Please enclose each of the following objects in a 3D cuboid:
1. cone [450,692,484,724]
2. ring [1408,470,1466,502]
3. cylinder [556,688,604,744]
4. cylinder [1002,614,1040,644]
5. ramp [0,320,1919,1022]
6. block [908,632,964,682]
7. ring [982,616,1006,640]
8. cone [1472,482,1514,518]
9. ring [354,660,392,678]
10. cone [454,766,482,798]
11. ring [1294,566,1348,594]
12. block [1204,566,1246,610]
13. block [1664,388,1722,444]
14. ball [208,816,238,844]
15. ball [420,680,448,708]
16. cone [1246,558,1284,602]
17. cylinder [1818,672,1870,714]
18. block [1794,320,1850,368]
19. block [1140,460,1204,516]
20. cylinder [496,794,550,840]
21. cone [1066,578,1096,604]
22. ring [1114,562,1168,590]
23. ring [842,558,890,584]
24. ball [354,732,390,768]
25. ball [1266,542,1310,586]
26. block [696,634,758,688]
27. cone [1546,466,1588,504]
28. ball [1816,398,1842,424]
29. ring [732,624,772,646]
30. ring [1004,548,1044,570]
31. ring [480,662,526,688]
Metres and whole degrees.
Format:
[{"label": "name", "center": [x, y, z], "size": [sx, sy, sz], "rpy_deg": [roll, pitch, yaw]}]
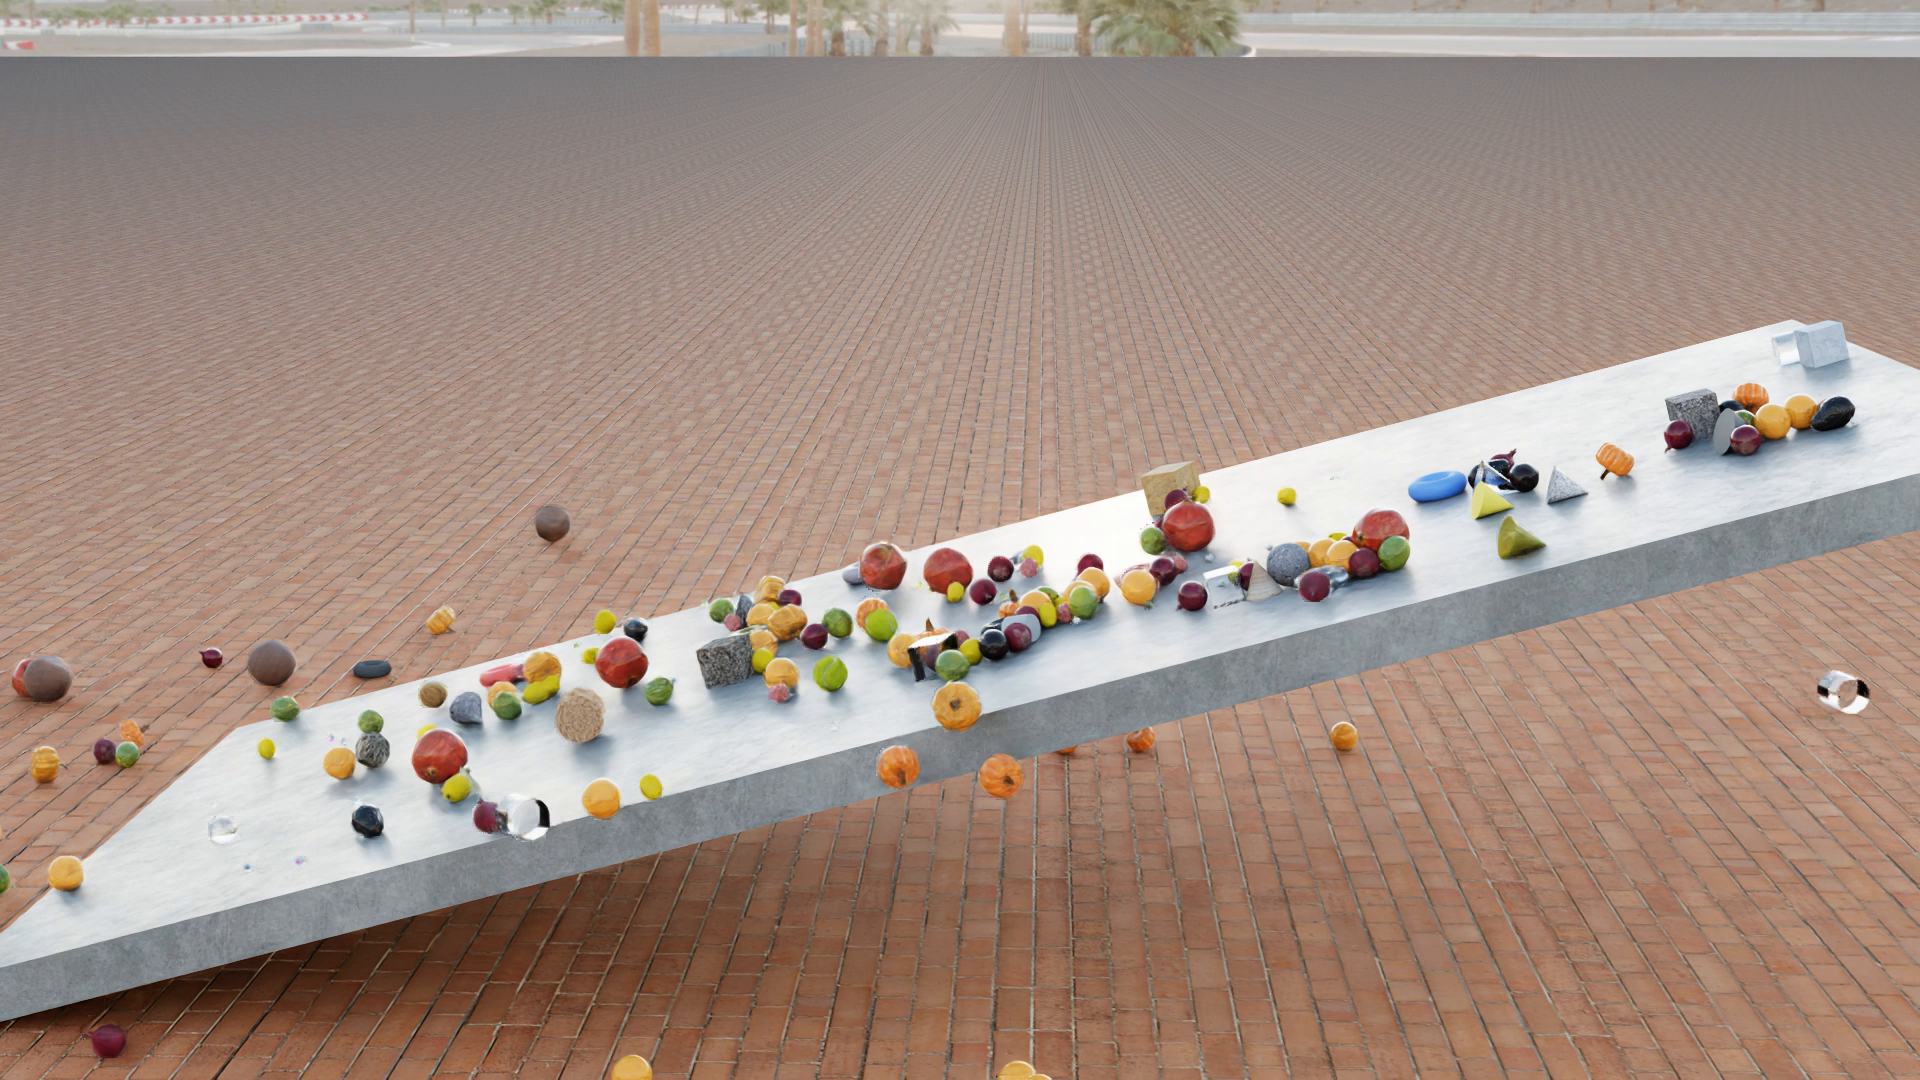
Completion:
[{"label": "cone", "center": [-1.092, 0.394, 6.609], "size": [0.082, 0.082, 0.082], "rpy_deg": [-8, 30, -38]}, {"label": "ring", "center": [1.004, -0.113, 6.187], "size": [0.126, 0.042, 0.126], "rpy_deg": [-14, 10, 3]}, {"label": "cylinder", "center": [-0.787, 0.363, 6.101], "size": [0.098, 0.098, 0.098], "rpy_deg": [-1, 8, -5]}, {"label": "cylinder", "center": [0.122, 0.177, 5.857], "size": [0.056, 0.056, 0.056], "rpy_deg": [-8, 3, 37]}, {"label": "ramp", "center": [0.080, 0.191, 6.329], "size": [4.000, 0.100, 2.000], "rpy_deg": [-15, 9, 4]}, {"label": "block", "center": [-0.048, 0.231, 5.770], "size": [0.071, 0.071, 0.071], "rpy_deg": [-10, 10, 28]}, {"label": "ring", "center": [0.088, 0.179, 5.981], "size": [0.094, 0.031, 0.094], "rpy_deg": [-16, 8, 2]}, {"label": "cone", "center": [1.068, -0.072, 5.860], "size": [0.077, 0.077, 0.077], "rpy_deg": [11, 9, -6]}, {"label": "ring", "center": [-1.696, 0.373, 8.489], "size": [0.110, 0.037, 0.110], "rpy_deg": [-1, 10, 0]}, {"label": "cone", "center": [-0.992, 0.478, 5.888], "size": [0.058, 0.058, 0.058], "rpy_deg": [-15, 9, 2]}, {"label": "ring", "center": [0.687, 0.076, 5.599], "size": [0.106, 0.035, 0.106], "rpy_deg": [-14, 10, 3]}, {"label": "block", "center": [0.514, 0.091, 5.705], "size": [0.063, 0.063, 0.063], "rpy_deg": [-15, 9, 2]}, {"label": "block", "center": [1.513, -0.256, 6.057], "size": [0.086, 0.086, 0.086], "rpy_deg": [-15, 9, 2]}, {"label": "ball", "center": [-1.511, 0.596, 6.032], "size": [0.058, 0.058, 0.058], "rpy_deg": [0, 10, 0]}, {"label": "ball", "center": [-1.245, 0.364, 6.950], "size": [0.065, 0.065, 0.065], "rpy_deg": [0, 10, 0]}, {"label": "cone", "center": [0.579, 0.071, 5.678], "size": [0.076, 0.076, 0.076], "rpy_deg": [-15, 9, 2]}, {"label": "cylinder", "center": [2.421, 0.417, 8.058], "size": [0.098, 0.098, 0.098], "rpy_deg": [-2, 10, -13]}, {"label": "block", "center": [1.902, -0.433, 6.494], "size": [0.080, 0.080, 0.080], "rpy_deg": [-16, 9, -4]}, {"label": "block", "center": [0.498, -0.121, 6.889], "size": [0.096, 0.096, 0.096], "rpy_deg": [-8, 12, 39]}, {"label": "cylinder", "center": [-0.797, 0.505, 5.365], "size": [0.076, 0.076, 0.076], "rpy_deg": [-6, 6, -32]}, {"label": "cone", "center": [0.258, 0.114, 6.103], "size": [0.058, 0.058, 0.058], "rpy_deg": [19, 18, 24]}, {"label": "ring", "center": [0.378, 0.073, 6.112], "size": [0.116, 0.039, 0.116], "rpy_deg": [-14, 10, 2]}, {"label": "ring", "center": [-0.226, 0.075, 7.089], "size": [0.119, 0.040, 0.119], "rpy_deg": [-14, 10, 3]}, {"label": "ball", "center": [-1.281, 0.458, 6.417], "size": [0.076, 0.076, 0.076], "rpy_deg": [0, 10, 0]}, {"label": "ball", "center": [0.636, 0.047, 5.697], "size": [0.085, 0.085, 0.085], "rpy_deg": [0, 10, 0]}, {"label": "block", "center": [-0.498, 0.259, 6.292], "size": [0.086, 0.086, 0.086], "rpy_deg": [-11, 10, 26]}, {"label": "cone", "center": [1.204, -0.101, 5.807], "size": [0.077, 0.077, 0.077], "rpy_deg": [12, 11, 4]}, {"label": "ball", "center": [1.723, -0.256, 5.829], "size": [0.050, 0.050, 0.050], "rpy_deg": [0, 10, 0]}, {"label": "ring", "center": [-0.476, 0.219, 6.651], "size": [0.103, 0.034, 0.103], "rpy_deg": [-16, 8, 2]}, {"label": "ring", "center": [0.146, 0.042, 6.695], "size": [0.095, 0.032, 0.095], "rpy_deg": [-16, 8, 2]}, {"label": "ring", "center": [-1.095, 0.323, 7.035], "size": [0.114, 0.038, 0.114], "rpy_deg": [-15, 8, 2]}]
